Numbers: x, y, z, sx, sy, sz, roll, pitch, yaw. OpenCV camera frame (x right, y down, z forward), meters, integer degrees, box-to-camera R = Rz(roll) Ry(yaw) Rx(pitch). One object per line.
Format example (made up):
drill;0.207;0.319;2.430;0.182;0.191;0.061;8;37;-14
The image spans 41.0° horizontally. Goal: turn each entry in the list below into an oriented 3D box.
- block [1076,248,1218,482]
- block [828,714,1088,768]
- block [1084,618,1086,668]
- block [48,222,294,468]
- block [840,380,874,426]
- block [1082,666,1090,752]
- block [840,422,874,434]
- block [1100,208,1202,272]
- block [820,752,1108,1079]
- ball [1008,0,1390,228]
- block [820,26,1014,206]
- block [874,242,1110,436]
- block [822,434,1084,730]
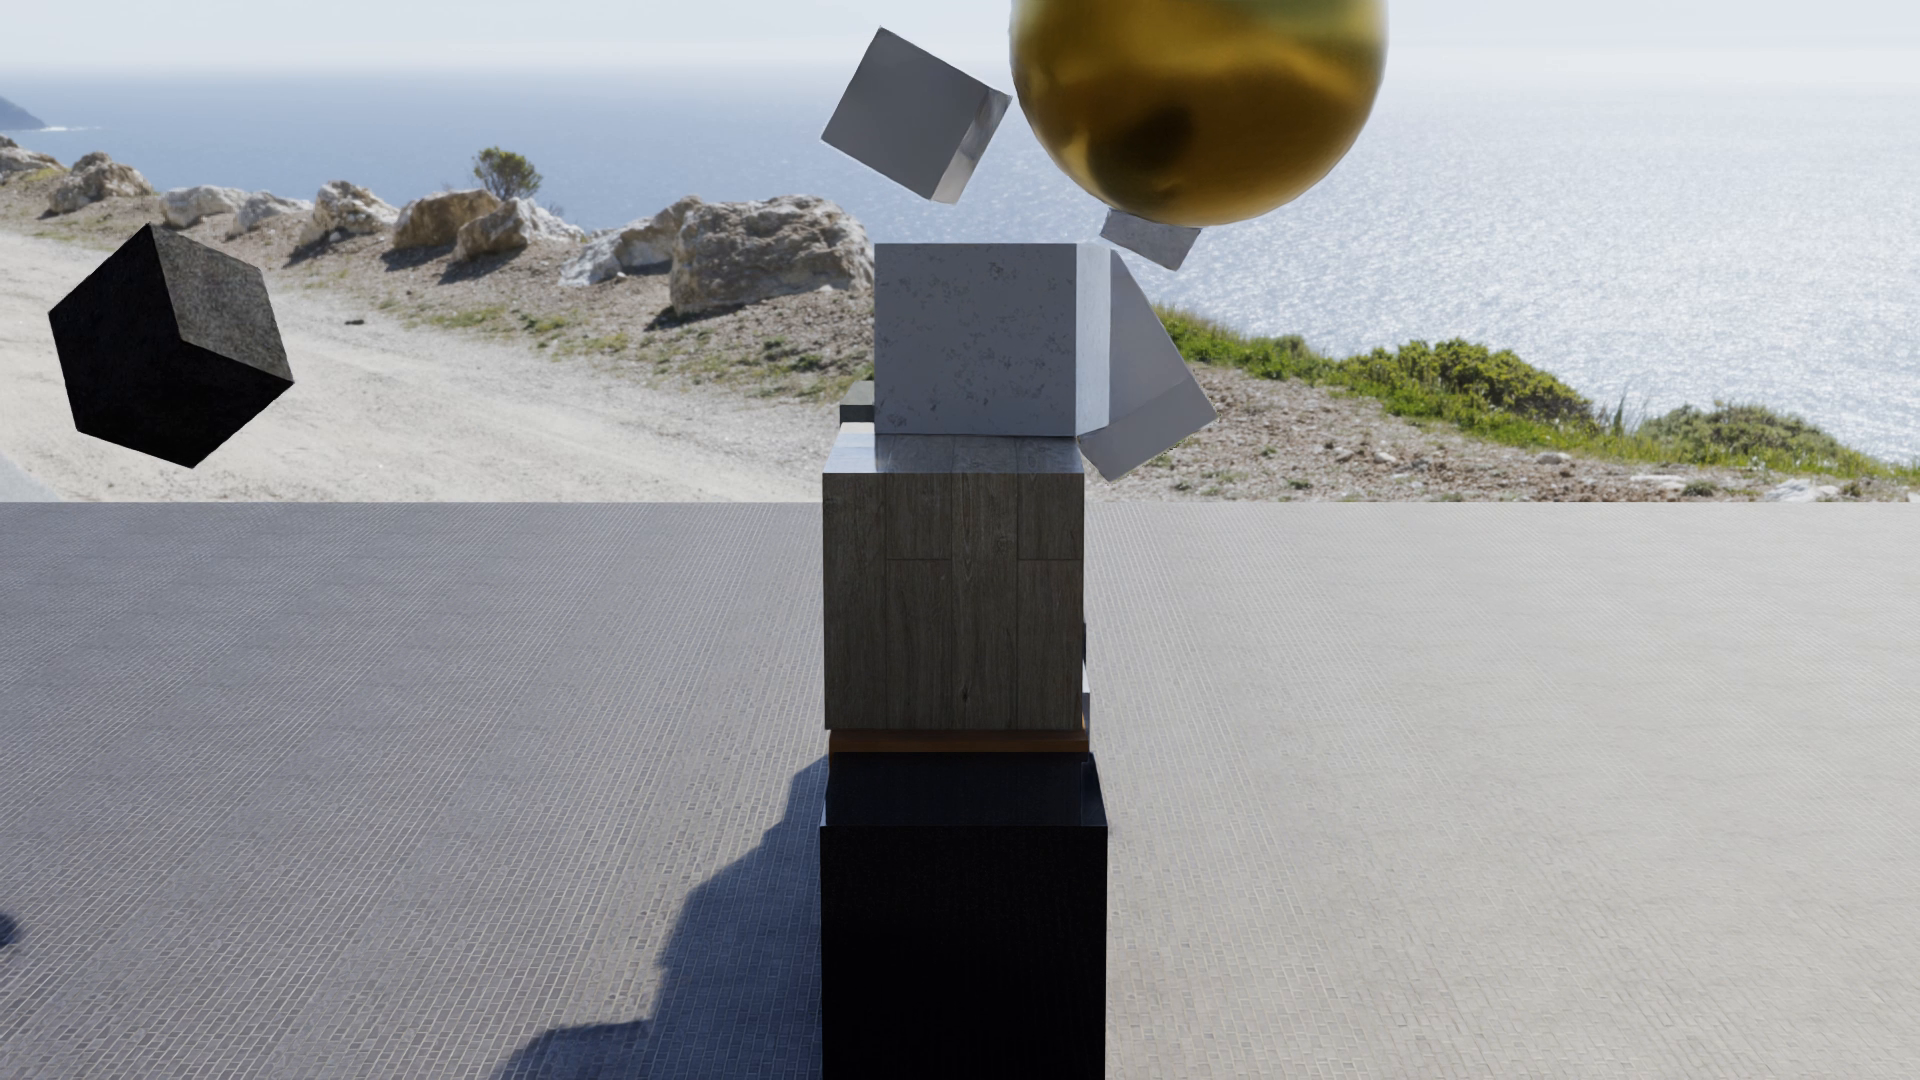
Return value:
block;0.781;-0.880;13.172;0.666;0.785;0.832;-31;-18;7
block;-0.006;1.176;10.259;0.982;1.015;0.918;0;10;0
block;-0.002;0.789;12.316;1.153;1.041;1.124;0;10;0
block;-3.728;-0.908;12.119;0.734;0.713;0.679;-35;-30;21
block;-0.013;-0.217;12.208;1.040;0.976;0.936;0;10;2
block;0.009;1.018;11.243;1.062;0.975;1.051;0;10;0
block;-0.111;0.016;11.288;0.849;0.905;0.788;0;16;1
block;1.171;-1.969;14.546;0.487;0.539;0.551;25;44;-4
block;0.014;1.368;9.326;0.983;0.972;0.971;0;10;0
ball;1.000;-2.120;10.795;1.600;1.600;1.600;0;10;0
block;-0.185;-1.898;11.530;0.564;0.559;0.595;30;10;7
block;0.152;-0.873;11.032;0.857;0.791;0.836;1;6;13
block;-0.019;0.142;10.313;0.992;1.001;1.080;0;10;1
